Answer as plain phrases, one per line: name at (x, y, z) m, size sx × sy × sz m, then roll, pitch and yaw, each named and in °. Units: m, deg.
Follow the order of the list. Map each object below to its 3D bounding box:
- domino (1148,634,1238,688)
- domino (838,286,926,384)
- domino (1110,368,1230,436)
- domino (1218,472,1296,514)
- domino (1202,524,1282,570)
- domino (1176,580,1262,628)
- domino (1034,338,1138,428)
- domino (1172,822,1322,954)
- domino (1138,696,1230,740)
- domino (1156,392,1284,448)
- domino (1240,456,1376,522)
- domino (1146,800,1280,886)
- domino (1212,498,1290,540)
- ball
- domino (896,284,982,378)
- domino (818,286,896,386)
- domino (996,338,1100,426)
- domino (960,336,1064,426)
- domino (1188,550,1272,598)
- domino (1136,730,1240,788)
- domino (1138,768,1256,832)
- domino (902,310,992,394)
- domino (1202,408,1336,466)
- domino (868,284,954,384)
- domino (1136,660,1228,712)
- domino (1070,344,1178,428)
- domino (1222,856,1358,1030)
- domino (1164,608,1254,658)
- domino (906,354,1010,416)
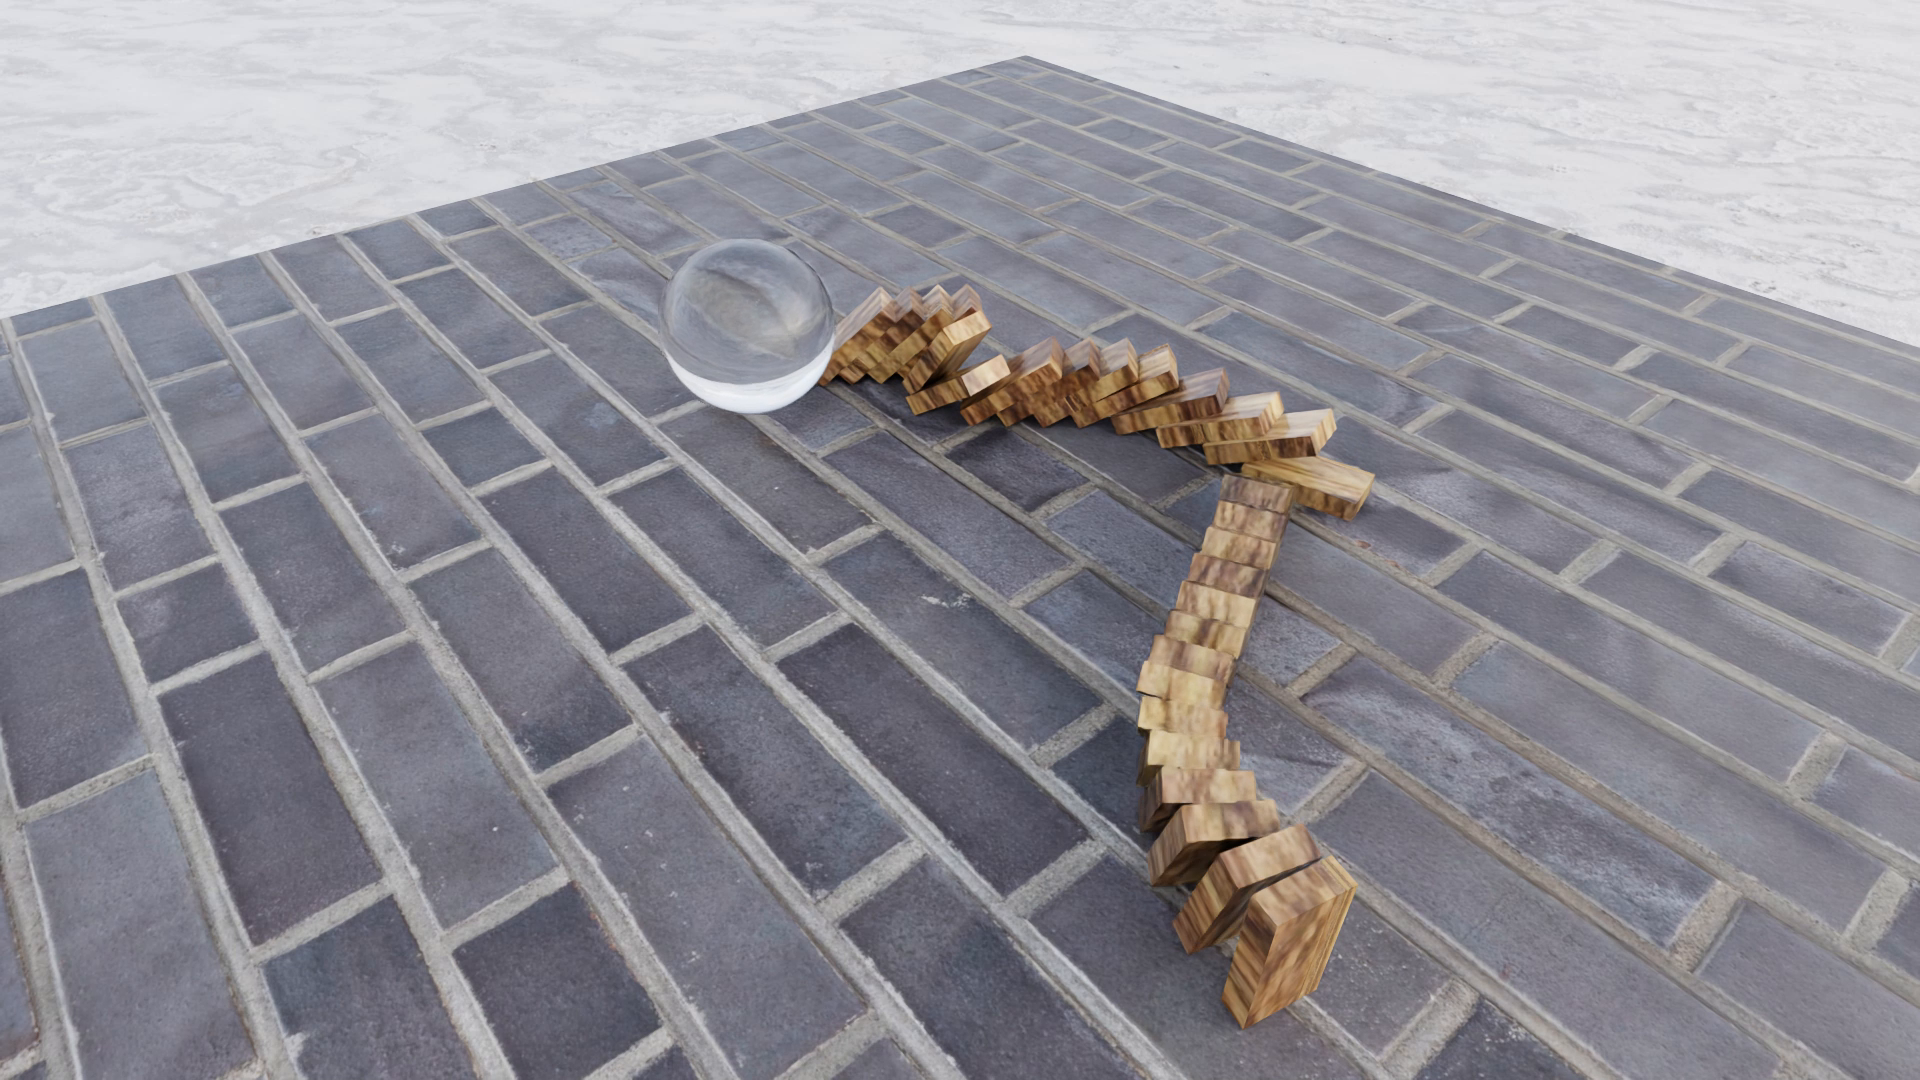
domino at (0.079, 0.041, 0.367) m, size 0.025 × 0.050 × 0.009 m, roll 15°, pitch 85°, yaw 17°
domino at (-0.039, -0.101, 0.542) m, size 0.050 × 0.009 × 0.025 m, roll -37°, pitch 34°, yaw 22°
domino at (0.096, -0.064, 0.505) m, size 0.050 × 0.010 × 0.025 m, roll -10°, pitch 32°, yaw 30°
domino at (0.122, -0.020, 0.447) m, size 0.025 × 0.009 × 0.050 m, roll 15°, pitch 9°, yaw 19°
domino at (0.109, 0.001, 0.422) m, size 0.025 × 0.009 × 0.050 m, roll 15°, pitch 9°, yaw 18°
domino at (0.094, 0.021, 0.395) m, size 0.025 × 0.010 × 0.050 m, roll 15°, pitch 5°, yaw 17°
domino at (0.058, -0.073, 0.512) m, size 0.050 × 0.010 × 0.025 m, roll -25°, pitch 32°, yaw 25°
domino at (0.076, 0.094, 0.295) m, size 0.025 × 0.050 × 0.010 m, roll -14°, pitch 55°, yaw -17°
domino at (0.069, 0.058, 0.344) m, size 0.025 × 0.050 × 0.010 m, roll 11°, pitch 79°, yaw 13°
domino at (0.116, -0.054, 0.492) m, size 0.050 × 0.009 × 0.025 m, roll -3°, pitch 30°, yaw 41°
domino at (0.150, -0.027, 0.476) m, size 0.050 × 0.009 × 0.025 m, roll 23°, pitch 45°, yaw 25°
domino at (0.070, 0.085, 0.307) m, size 0.025 × 0.050 × 0.010 m, roll -3°, pitch 60°, yaw -4°
domino at (0.116, -0.009, 0.434) m, size 0.025 × 0.009 × 0.050 m, roll 15°, pitch 9°, yaw 17°
ball at (-0.098, -0.098, 0.508) m, size 0.080 × 0.080 × 0.080 m, roll 0°, pitch 39°, yaw 0°
domino at (-0.011, -0.102, 0.544) m, size 0.050 × 0.009 × 0.025 m, roll -37°, pitch 34°, yaw 22°
domino at (-0.053, -0.100, 0.541) m, size 0.050 × 0.009 × 0.025 m, roll -37°, pitch 34°, yaw 22°
domino at (0.041, -0.073, 0.512) m, size 0.050 × 0.010 × 0.025 m, roll -25°, pitch 32°, yaw 26°
domino at (0.024, -0.074, 0.512) m, size 0.050 × 0.009 × 0.025 m, roll -26°, pitch 31°, yaw 26°
domino at (0.101, 0.012, 0.408) m, size 0.025 × 0.009 × 0.050 m, roll 15°, pitch 6°, yaw 18°
domino at (0.068, 0.068, 0.331) m, size 0.025 × 0.050 × 0.009 m, roll 6°, pitch 71°, yaw 7°
domino at (0.068, 0.076, 0.319) m, size 0.025 × 0.050 × 0.009 m, roll 2°, pitch 67°, yaw 2°
domino at (-0.007, -0.087, 0.521) m, size 0.025 × 0.050 × 0.009 m, roll -32°, pitch 84°, yaw -33°
domino at (0.134, -0.045, 0.478) m, size 0.050 × 0.009 × 0.025 m, roll -2°, pitch 30°, yaw 42°
domino at (-0.025, -0.101, 0.543) m, size 0.050 × 0.010 × 0.025 m, roll -37°, pitch 34°, yaw 22°
domino at (0.073, 0.049, 0.357) m, size 0.025 × 0.050 × 0.009 m, roll 14°, pitch 83°, yaw 17°
domino at (0.076, -0.072, 0.512) m, size 0.050 × 0.009 × 0.025 m, roll -21°, pitch 33°, yaw 23°
domino at (0.084, 0.105, 0.284) m, size 0.025 × 0.050 × 0.009 m, roll -18°, pitch 43°, yaw -20°
domino at (0.088, 0.031, 0.384) m, size 0.025 × 0.010 × 0.050 m, roll 15°, pitch 5°, yaw 17°
domino at (-0.001, -0.071, 0.507) m, size 0.025 × 0.010 × 0.050 m, roll -33°, pitch 13°, yaw -29°
